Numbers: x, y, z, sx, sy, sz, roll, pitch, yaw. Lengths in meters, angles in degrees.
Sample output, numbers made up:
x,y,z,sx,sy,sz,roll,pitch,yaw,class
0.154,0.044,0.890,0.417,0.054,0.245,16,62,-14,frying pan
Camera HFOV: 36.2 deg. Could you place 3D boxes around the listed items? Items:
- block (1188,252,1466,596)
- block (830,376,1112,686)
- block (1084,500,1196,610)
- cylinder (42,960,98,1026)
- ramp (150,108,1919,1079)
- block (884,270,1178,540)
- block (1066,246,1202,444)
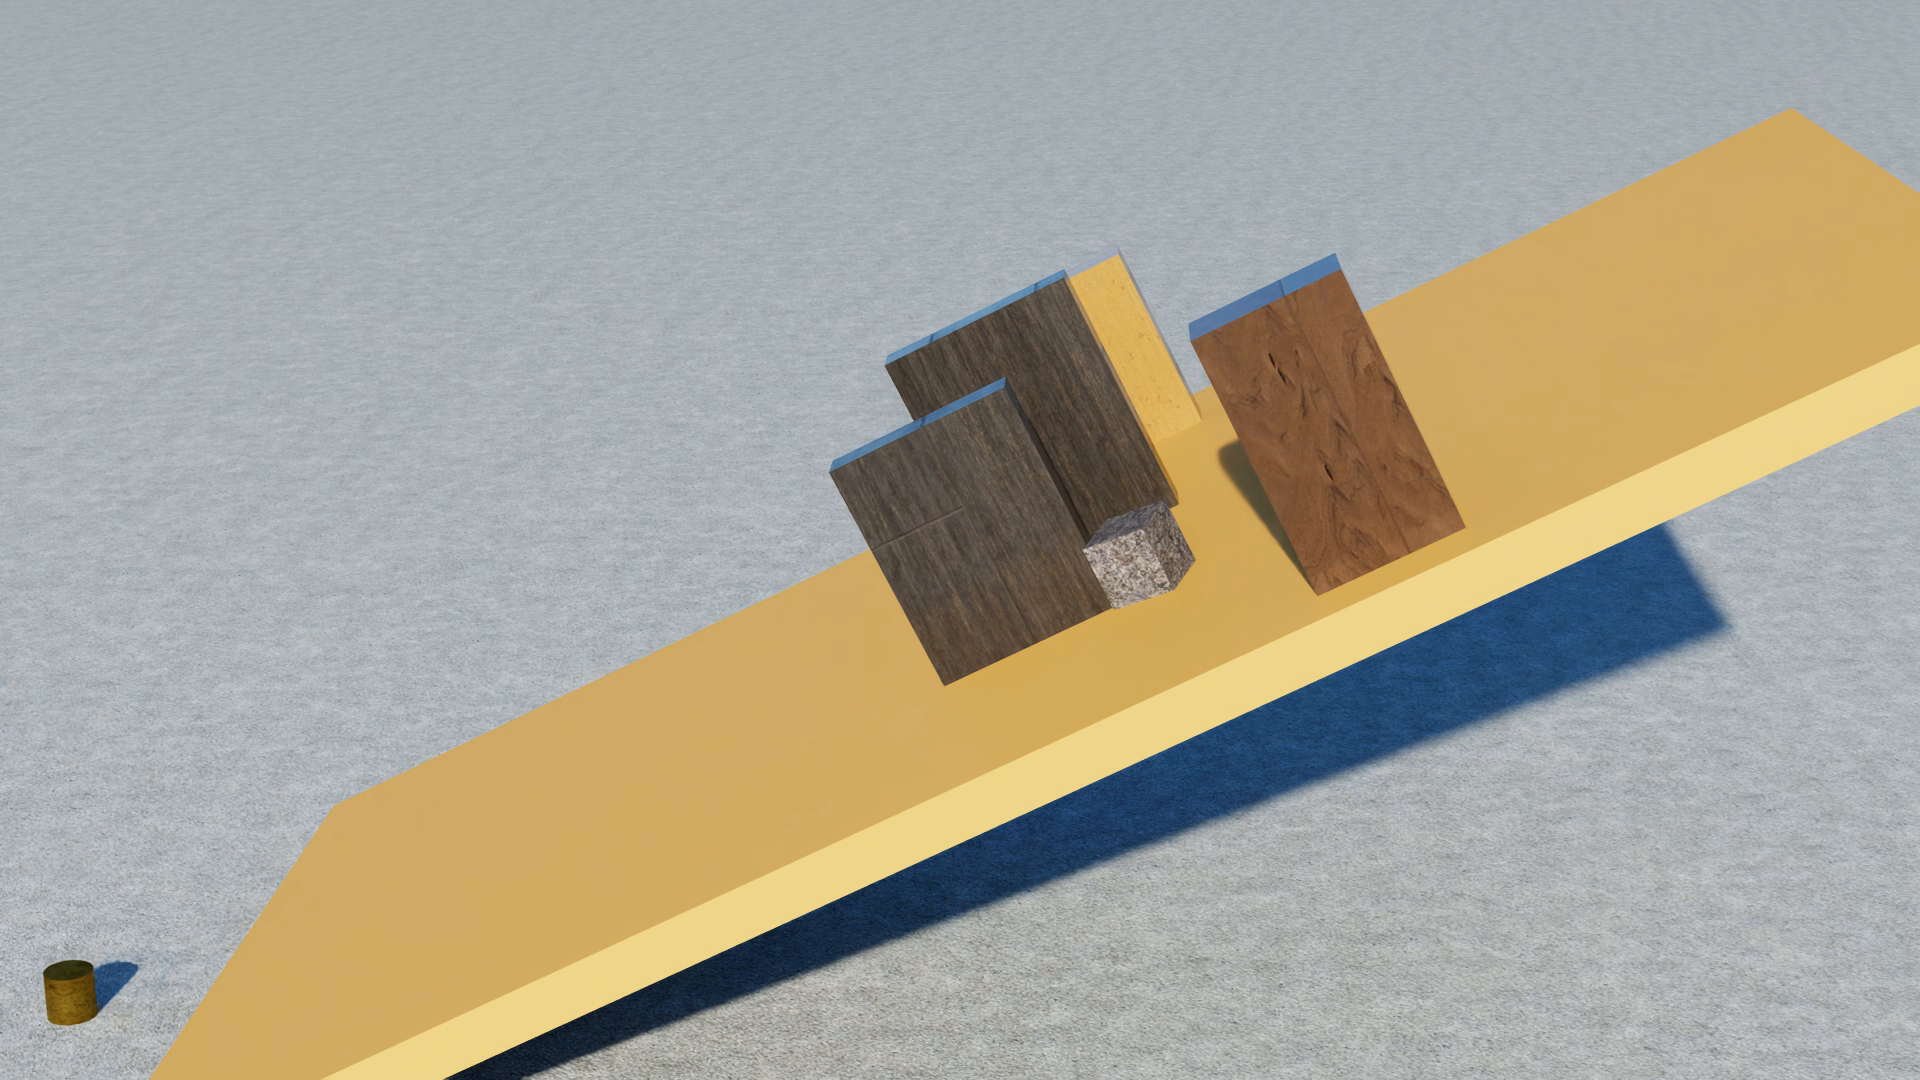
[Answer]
x,y,z,sx,sy,sz,roll,pitch,yaw,class
0.661,-0.207,5.306,0.293,0.528,0.145,-25,14,10,block
0.030,-0.014,5.882,0.389,0.500,0.089,-25,14,10,block
0.357,0.029,5.852,0.141,0.141,0.141,-20,16,31,block
-1.994,1.015,6.594,0.109,0.109,0.109,0,17,0,cylinder
0.139,0.168,6.281,4.000,0.100,2.000,-25,14,10,ramp
0.157,-0.237,6.335,0.427,0.554,0.092,-25,14,10,block
0.305,-0.405,6.898,0.364,0.442,0.104,-25,14,10,block
